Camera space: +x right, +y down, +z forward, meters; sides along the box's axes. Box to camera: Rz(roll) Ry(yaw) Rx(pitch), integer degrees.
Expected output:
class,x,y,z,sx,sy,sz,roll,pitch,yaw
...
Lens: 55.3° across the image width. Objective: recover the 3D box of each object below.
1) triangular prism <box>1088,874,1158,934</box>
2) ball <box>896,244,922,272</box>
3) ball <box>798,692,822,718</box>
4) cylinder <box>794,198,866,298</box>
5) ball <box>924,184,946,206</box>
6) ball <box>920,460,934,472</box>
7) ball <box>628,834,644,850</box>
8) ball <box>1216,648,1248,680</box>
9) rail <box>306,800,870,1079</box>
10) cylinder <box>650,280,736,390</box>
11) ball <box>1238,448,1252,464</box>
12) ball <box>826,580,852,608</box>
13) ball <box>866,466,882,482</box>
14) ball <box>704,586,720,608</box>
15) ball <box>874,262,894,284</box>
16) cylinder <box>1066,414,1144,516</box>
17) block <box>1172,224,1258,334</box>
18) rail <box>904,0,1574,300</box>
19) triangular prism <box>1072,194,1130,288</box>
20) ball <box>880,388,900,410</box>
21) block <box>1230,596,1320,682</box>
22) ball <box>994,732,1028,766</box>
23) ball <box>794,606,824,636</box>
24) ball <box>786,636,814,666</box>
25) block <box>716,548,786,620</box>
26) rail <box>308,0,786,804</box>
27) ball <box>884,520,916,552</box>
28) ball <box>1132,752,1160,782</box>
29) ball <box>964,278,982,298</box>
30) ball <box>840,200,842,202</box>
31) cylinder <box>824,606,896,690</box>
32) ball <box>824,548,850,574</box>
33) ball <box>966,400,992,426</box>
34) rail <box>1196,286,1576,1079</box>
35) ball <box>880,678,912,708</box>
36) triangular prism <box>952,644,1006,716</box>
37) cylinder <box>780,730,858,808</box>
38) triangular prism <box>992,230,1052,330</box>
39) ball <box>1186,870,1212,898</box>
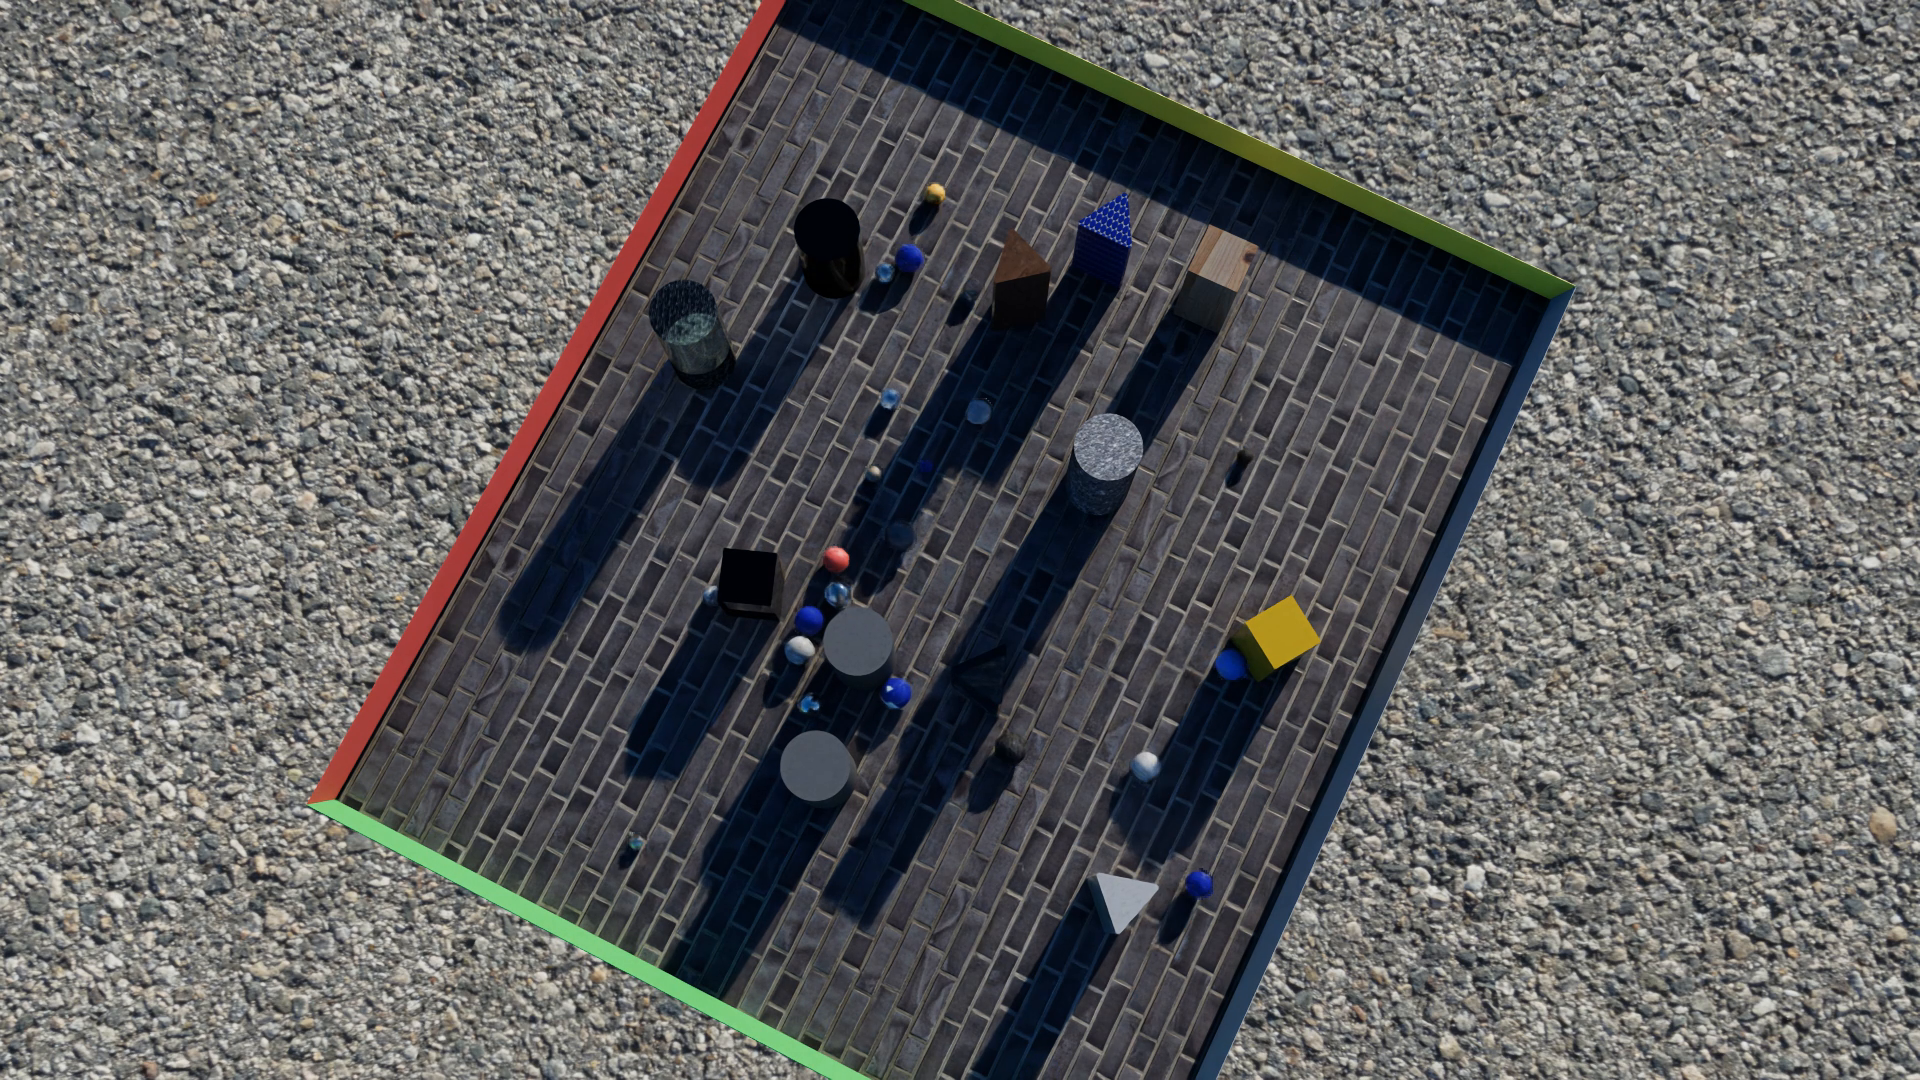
class,x,y,z,sx,sy,sz,roll,pitch,yaw
triangular prism,0.430,1.001,5.199,0.148,0.412,0.171,41,81,8
ball,-0.160,-0.885,5.755,0.088,0.088,0.088,0,78,0
ball,-0.448,0.492,5.476,0.077,0.077,0.077,0,78,0
cylinder,-0.397,-0.891,5.628,0.198,0.340,0.198,0,78,0
ball,-0.079,-1.095,5.810,0.065,0.065,0.065,0,78,0
ball,-0.104,-0.227,5.642,0.042,0.042,0.042,0,78,0
ball,-0.956,0.892,5.410,0.044,0.044,0.044,0,78,0
ball,0.812,0.373,5.487,0.094,0.094,0.094,0,78,0
rail,-0.687,1.352,5.270,2.692,0.128,0.045,26,80,5
cylinder,-0.799,-0.611,5.510,0.198,0.457,0.198,0,78,0
ball,0.878,-0.257,5.645,0.048,0.048,0.048,0,78,0
ball,-0.368,0.163,5.542,0.080,0.080,0.080,0,78,0
ball,-0.265,-0.201,5.633,0.049,0.049,0.049,0,78,0
ball,-0.747,0.172,5.549,0.063,0.063,0.063,0,78,0
ball,-0.236,-0.839,5.758,0.063,0.063,0.063,0,78,0
cylinder,0.422,-0.219,5.429,0.198,0.455,0.198,0,78,0
block,0.775,-0.789,5.580,0.158,0.391,0.158,25,79,5
rail,0.687,-1.339,5.827,2.692,0.128,0.045,26,80,5
triangular prism,0.462,-0.934,5.628,0.171,0.357,0.148,26,80,5
ball,-0.216,-0.436,5.675,0.063,0.063,0.063,0,78,0
block,0.925,0.295,5.396,0.158,0.312,0.158,-30,80,-6
ball,0.151,0.618,5.438,0.099,0.099,0.099,0,78,0
ball,-0.454,0.244,5.521,0.088,0.088,0.088,0,78,0
ball,-0.481,0.332,5.503,0.088,0.088,0.088,0,78,0
block,-0.618,0.134,5.452,0.158,0.268,0.158,6,78,1
rail,-1.183,-0.572,5.668,0.045,0.128,3.120,26,80,5
ball,-0.183,-0.012,5.571,0.094,0.094,0.094,0,78,0
ball,0.552,0.672,5.433,0.087,0.087,0.087,0,78,0
ball,0.040,-0.790,5.749,0.061,0.061,0.061,0,78,0
ball,-0.390,-1.025,5.781,0.093,0.093,0.093,0,78,0
cylinder,-0.290,0.322,5.375,0.198,0.343,0.198,0,78,0
ball,-0.375,0.061,5.563,0.080,0.080,0.080,0,78,0
ball,0.057,-0.394,5.658,0.079,0.079,0.079,0,78,0
rail,1.183,0.586,5.429,0.045,0.128,3.120,26,80,5
ball,-0.191,0.457,5.474,0.094,0.094,0.094,0,78,0
triangular prism,0.087,0.391,5.360,0.171,0.345,0.148,35,80,7
cylinder,-0.405,0.667,5.297,0.198,0.356,0.198,0,78,0
triangular prism,0.166,-0.792,5.551,0.171,0.449,0.148,-13,79,-3
ball,0.697,1.006,5.354,0.077,0.077,0.077,0,78,0
